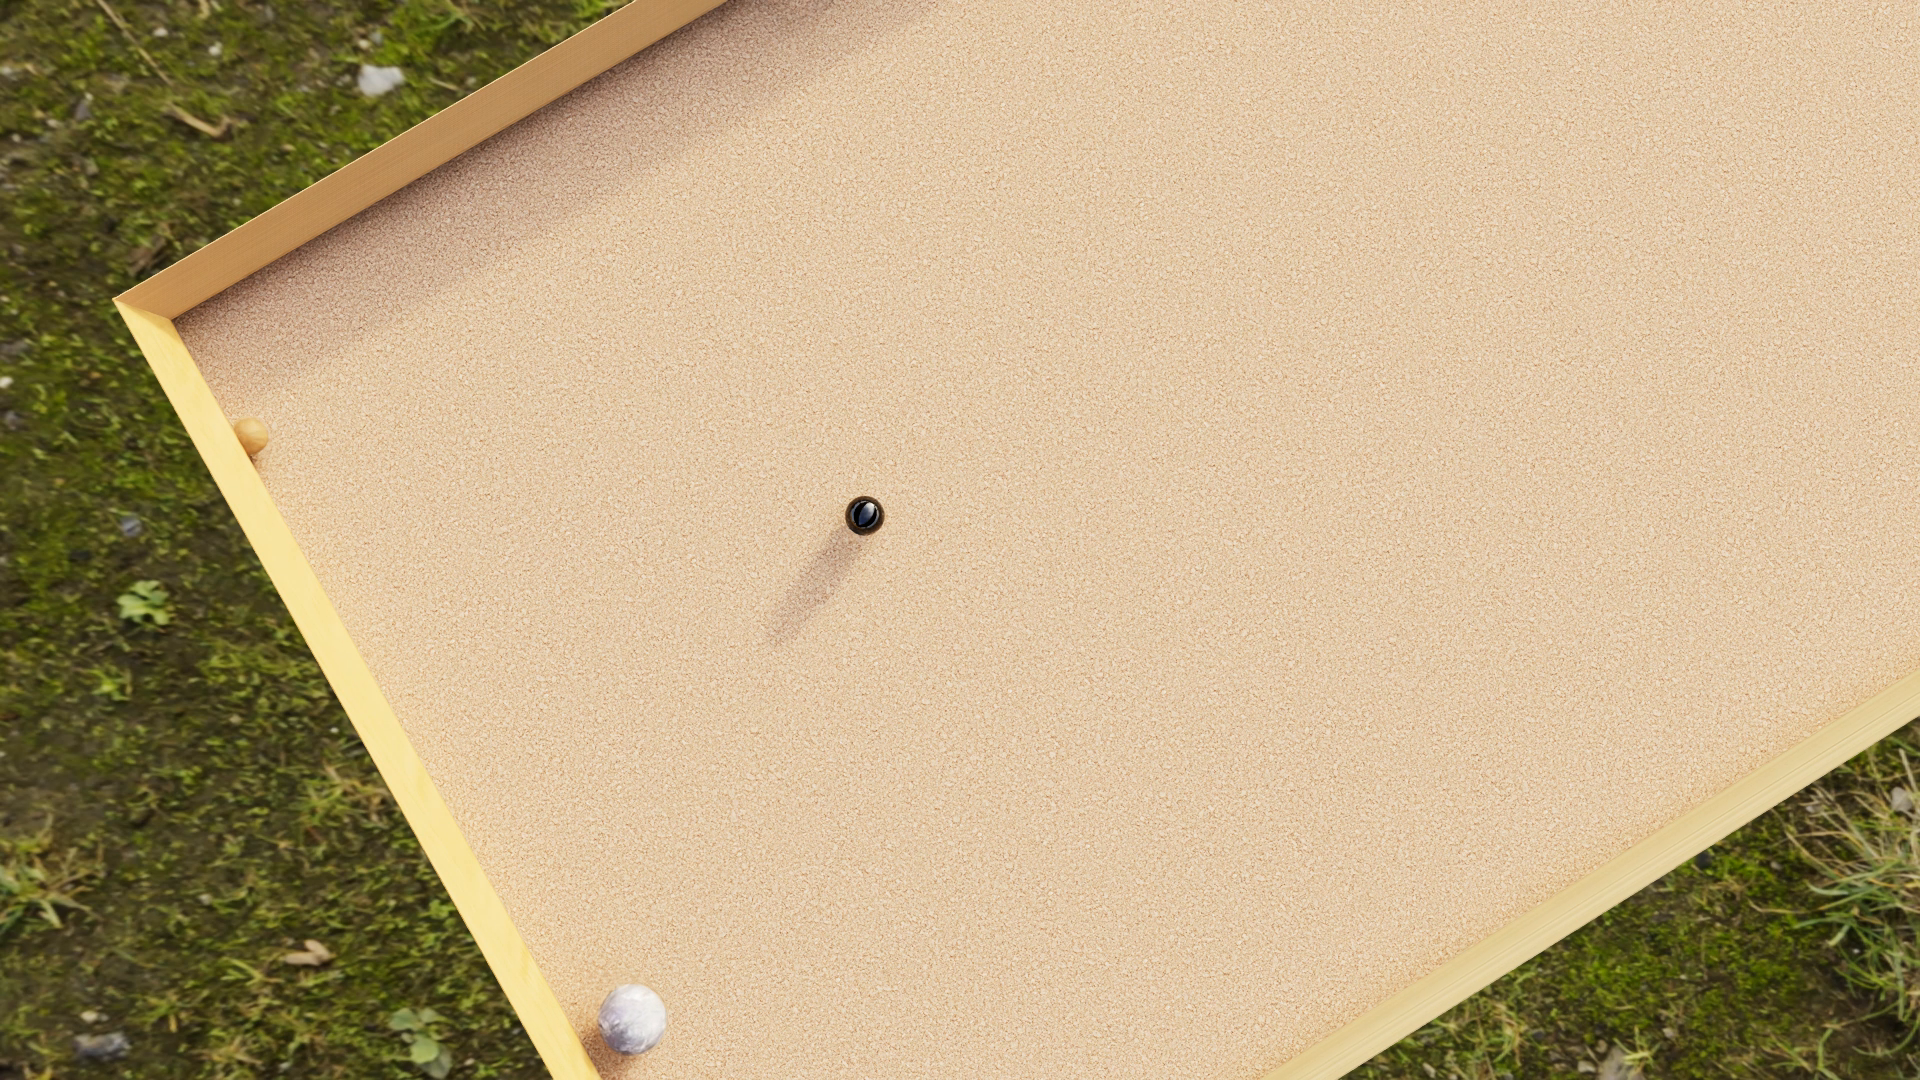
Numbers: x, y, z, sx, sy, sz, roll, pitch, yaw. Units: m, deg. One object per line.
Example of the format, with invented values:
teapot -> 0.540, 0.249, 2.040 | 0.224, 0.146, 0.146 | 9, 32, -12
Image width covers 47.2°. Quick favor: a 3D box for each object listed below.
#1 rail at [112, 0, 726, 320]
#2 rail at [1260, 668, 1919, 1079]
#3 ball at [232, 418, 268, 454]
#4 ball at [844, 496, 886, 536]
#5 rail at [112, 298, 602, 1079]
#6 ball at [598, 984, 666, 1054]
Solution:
rail -> 0.288, -1.229, 3.392 | 3.540, 0.128, 0.045 | -31, 84, -4
rail -> 1.227, 0.315, 3.190 | 3.540, 0.128, 0.045 | -31, 84, -4
ball -> -1.063, -0.155, 3.289 | 0.054, 0.054, 0.054 | 0, 83, 0
ball -> -0.141, -0.036, 3.271 | 0.060, 0.060, 0.060 | 0, 83, 0
rail -> -0.738, 0.437, 3.174 | 0.045, 0.128, 1.867 | -31, 84, -4
ball -> -0.471, 0.688, 3.157 | 0.099, 0.099, 0.099 | 0, 83, 0
